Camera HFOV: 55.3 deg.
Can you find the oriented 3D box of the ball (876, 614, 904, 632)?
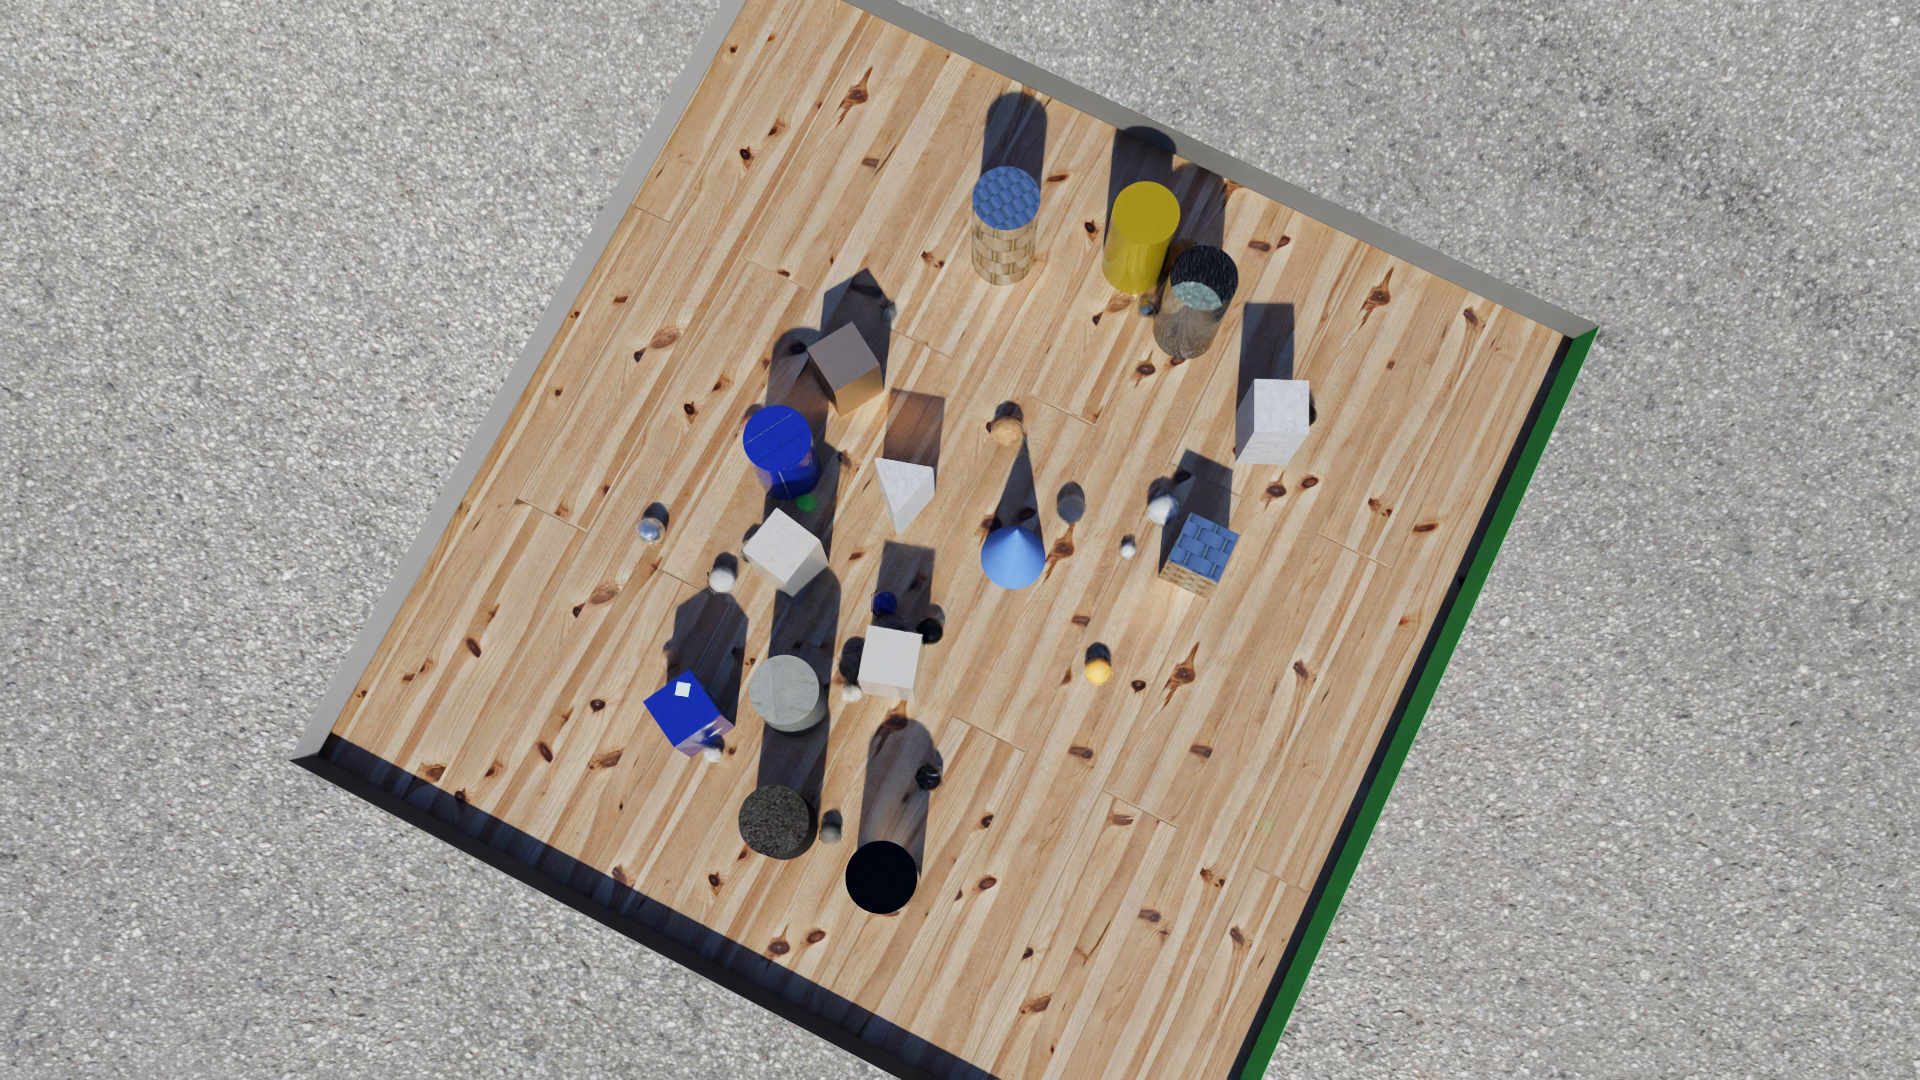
[{"bbox_3d":[-0.209,0.264,5.506,0.087,0.087,0.087,0,78,0],"label":"ball"}]

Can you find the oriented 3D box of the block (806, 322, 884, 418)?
[{"bbox_3d":[-0.347,-0.516,5.579,0.159,0.283,0.159,-32,80,-6],"label":"block"}]

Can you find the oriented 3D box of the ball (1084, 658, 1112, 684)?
[{"bbox_3d":[0.414,0.391,5.495,0.080,0.080,0.080,0,78,0],"label":"ball"}]

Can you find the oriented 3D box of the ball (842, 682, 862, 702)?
[{"bbox_3d":[-0.322,0.455,5.492,0.060,0.060,0.060,0,78,0],"label":"ball"}]

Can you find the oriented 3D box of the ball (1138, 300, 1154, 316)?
[{"bbox_3d":[0.584,-0.725,5.741,0.051,0.051,0.051,0,78,0],"label":"ball"}]

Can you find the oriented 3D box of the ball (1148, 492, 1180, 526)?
[{"bbox_3d":[0.620,-0.094,5.585,0.099,0.099,0.099,0,78,0],"label":"ball"}]

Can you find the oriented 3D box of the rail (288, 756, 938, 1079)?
[{"bbox_3d":[-0.648,1.276,5.285,2.920,0.129,0.045,26,80,5],"label":"rail"}]

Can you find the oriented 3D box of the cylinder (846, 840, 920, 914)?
[{"bbox_3d":[-0.216,0.964,5.215,0.199,0.395,0.199,0,78,0],"label":"cylinder"}]

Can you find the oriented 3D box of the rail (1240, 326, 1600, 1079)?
[{"bbox_3d":[1.285,0.636,5.418,0.045,0.129,2.946,26,80,5],"label":"rail"}]

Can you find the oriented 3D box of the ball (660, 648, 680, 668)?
[{"bbox_3d":[-0.871,0.356,5.513,0.060,0.060,0.060,0,78,0],"label":"ball"}]

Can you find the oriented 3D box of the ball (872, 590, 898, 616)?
[{"bbox_3d":[-0.227,0.192,5.538,0.076,0.076,0.076,0,78,0],"label":"ball"}]

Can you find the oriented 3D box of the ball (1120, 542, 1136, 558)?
[{"bbox_3d":[0.514,0.030,5.586,0.047,0.047,0.047,0,78,0],"label":"ball"}]

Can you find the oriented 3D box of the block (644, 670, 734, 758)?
[{"bbox_3d":[-0.786,0.509,5.339,0.159,0.337,0.159,-35,80,-7],"label":"block"}]

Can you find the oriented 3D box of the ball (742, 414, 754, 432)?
[{"bbox_3d":[-0.641,-0.354,5.655,0.069,0.069,0.069,0,78,0],"label":"ball"}]

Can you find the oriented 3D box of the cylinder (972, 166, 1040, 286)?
[{"bbox_3d":[0.135,-0.947,5.569,0.199,0.477,0.199,0,78,0],"label":"cylinder"}]

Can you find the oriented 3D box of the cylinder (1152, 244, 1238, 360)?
[{"bbox_3d":[0.705,-0.709,5.520,0.199,0.478,0.199,0,78,0],"label":"cylinder"}]

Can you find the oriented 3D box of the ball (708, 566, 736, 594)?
[{"bbox_3d":[-0.719,0.120,5.550,0.083,0.083,0.083,0,78,0],"label":"ball"}]

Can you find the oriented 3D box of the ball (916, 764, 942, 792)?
[{"bbox_3d":[-0.092,0.705,5.431,0.078,0.078,0.078,0,78,0],"label":"ball"}]

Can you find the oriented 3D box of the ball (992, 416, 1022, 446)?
[{"bbox_3d":[0.146,-0.336,5.638,0.094,0.094,0.094,0,78,0],"label":"ball"}]

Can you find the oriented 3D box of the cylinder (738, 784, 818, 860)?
[{"bbox_3d":[-0.520,0.816,5.280,0.199,0.329,0.199,0,78,0],"label":"cylinder"}]

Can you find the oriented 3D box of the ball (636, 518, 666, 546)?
[{"bbox_3d":[-0.941,-0.026,5.579,0.085,0.085,0.085,0,78,0],"label":"ball"}]

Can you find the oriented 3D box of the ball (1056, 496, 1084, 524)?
[{"bbox_3d":[0.338,-0.091,5.592,0.085,0.085,0.085,0,78,0],"label":"ball"}]

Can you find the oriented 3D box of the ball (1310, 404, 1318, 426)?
[{"bbox_3d":[1.062,-0.386,5.656,0.079,0.079,0.079,0,78,0],"label":"ball"}]

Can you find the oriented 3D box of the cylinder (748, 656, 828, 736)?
[{"bbox_3d":[-0.497,0.458,5.343,0.199,0.350,0.199,0,78,0],"label":"cylinder"}]

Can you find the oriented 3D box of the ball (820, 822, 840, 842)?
[{"bbox_3d":[-0.383,0.862,5.407,0.061,0.061,0.061,0,78,0],"label":"ball"}]

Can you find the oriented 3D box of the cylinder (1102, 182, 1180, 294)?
[{"bbox_3d":[0.548,-0.917,5.589,0.199,0.426,0.199,0,78,0],"label":"cylinder"}]

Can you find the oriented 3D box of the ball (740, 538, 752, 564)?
[{"bbox_3d":[-0.629,0.035,5.568,0.080,0.080,0.080,0,78,0],"label":"ball"}]

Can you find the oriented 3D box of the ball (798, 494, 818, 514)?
[{"bbox_3d":[-0.466,-0.112,5.601,0.060,0.060,0.060,0,78,0],"label":"ball"}]

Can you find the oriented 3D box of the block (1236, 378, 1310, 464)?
[{"bbox_3d":[0.933,-0.351,5.498,0.159,0.375,0.159,2,78,0],"label":"block"}]

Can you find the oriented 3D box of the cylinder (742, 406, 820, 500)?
[{"bbox_3d":[-0.529,-0.256,5.479,0.199,0.374,0.199,0,78,0],"label":"cylinder"}]

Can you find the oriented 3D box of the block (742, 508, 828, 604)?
[{"bbox_3d":[-0.512,0.051,5.423,0.159,0.359,0.159,37,81,7],"label":"block"}]

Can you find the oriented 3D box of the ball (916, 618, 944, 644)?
[{"bbox_3d":[-0.089,0.276,5.519,0.080,0.080,0.080,0,78,0],"label":"ball"}]

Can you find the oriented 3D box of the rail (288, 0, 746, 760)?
[{"bbox_3d":[-1.285,-0.622,5.678,0.045,0.129,2.946,26,80,5],"label":"rail"}]

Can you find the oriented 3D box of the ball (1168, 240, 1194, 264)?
[{"bbox_3d":[0.703,-0.892,5.754,0.093,0.093,0.093,0,78,0],"label":"ball"}]

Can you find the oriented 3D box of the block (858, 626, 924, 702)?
[{"bbox_3d":[-0.199,0.366,5.375,0.159,0.325,0.159,10,78,2],"label":"block"}]

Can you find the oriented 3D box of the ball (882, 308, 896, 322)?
[{"bbox_3d":[-0.222,-0.706,5.740,0.044,0.044,0.044,0,78,0],"label":"ball"}]

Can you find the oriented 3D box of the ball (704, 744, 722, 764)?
[{"bbox_3d":[-0.735,0.637,5.457,0.055,0.055,0.055,0,78,0],"label":"ball"}]

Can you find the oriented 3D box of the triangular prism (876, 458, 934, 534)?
[{"bbox_3d":[-0.190,-0.159,5.490,0.149,0.312,0.172,40,81,8],"label":"triangular prism"}]

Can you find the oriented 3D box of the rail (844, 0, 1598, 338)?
[{"bbox_3d":[0.648,-1.262,5.811,2.920,0.129,0.045,26,80,5],"label":"rail"}]

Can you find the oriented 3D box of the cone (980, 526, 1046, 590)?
[{"bbox_3d":[0.163,0.011,5.405,0.199,0.411,0.199,0,78,0],"label":"cone"}]

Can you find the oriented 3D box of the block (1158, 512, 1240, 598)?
[{"bbox_3d":[0.711,0.049,5.469,0.159,0.270,0.159,25,79,5],"label":"block"}]

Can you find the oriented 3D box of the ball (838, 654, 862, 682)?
[{"bbox_3d":[-0.322,0.382,5.494,0.085,0.085,0.085,0,78,0],"label":"ball"}]
